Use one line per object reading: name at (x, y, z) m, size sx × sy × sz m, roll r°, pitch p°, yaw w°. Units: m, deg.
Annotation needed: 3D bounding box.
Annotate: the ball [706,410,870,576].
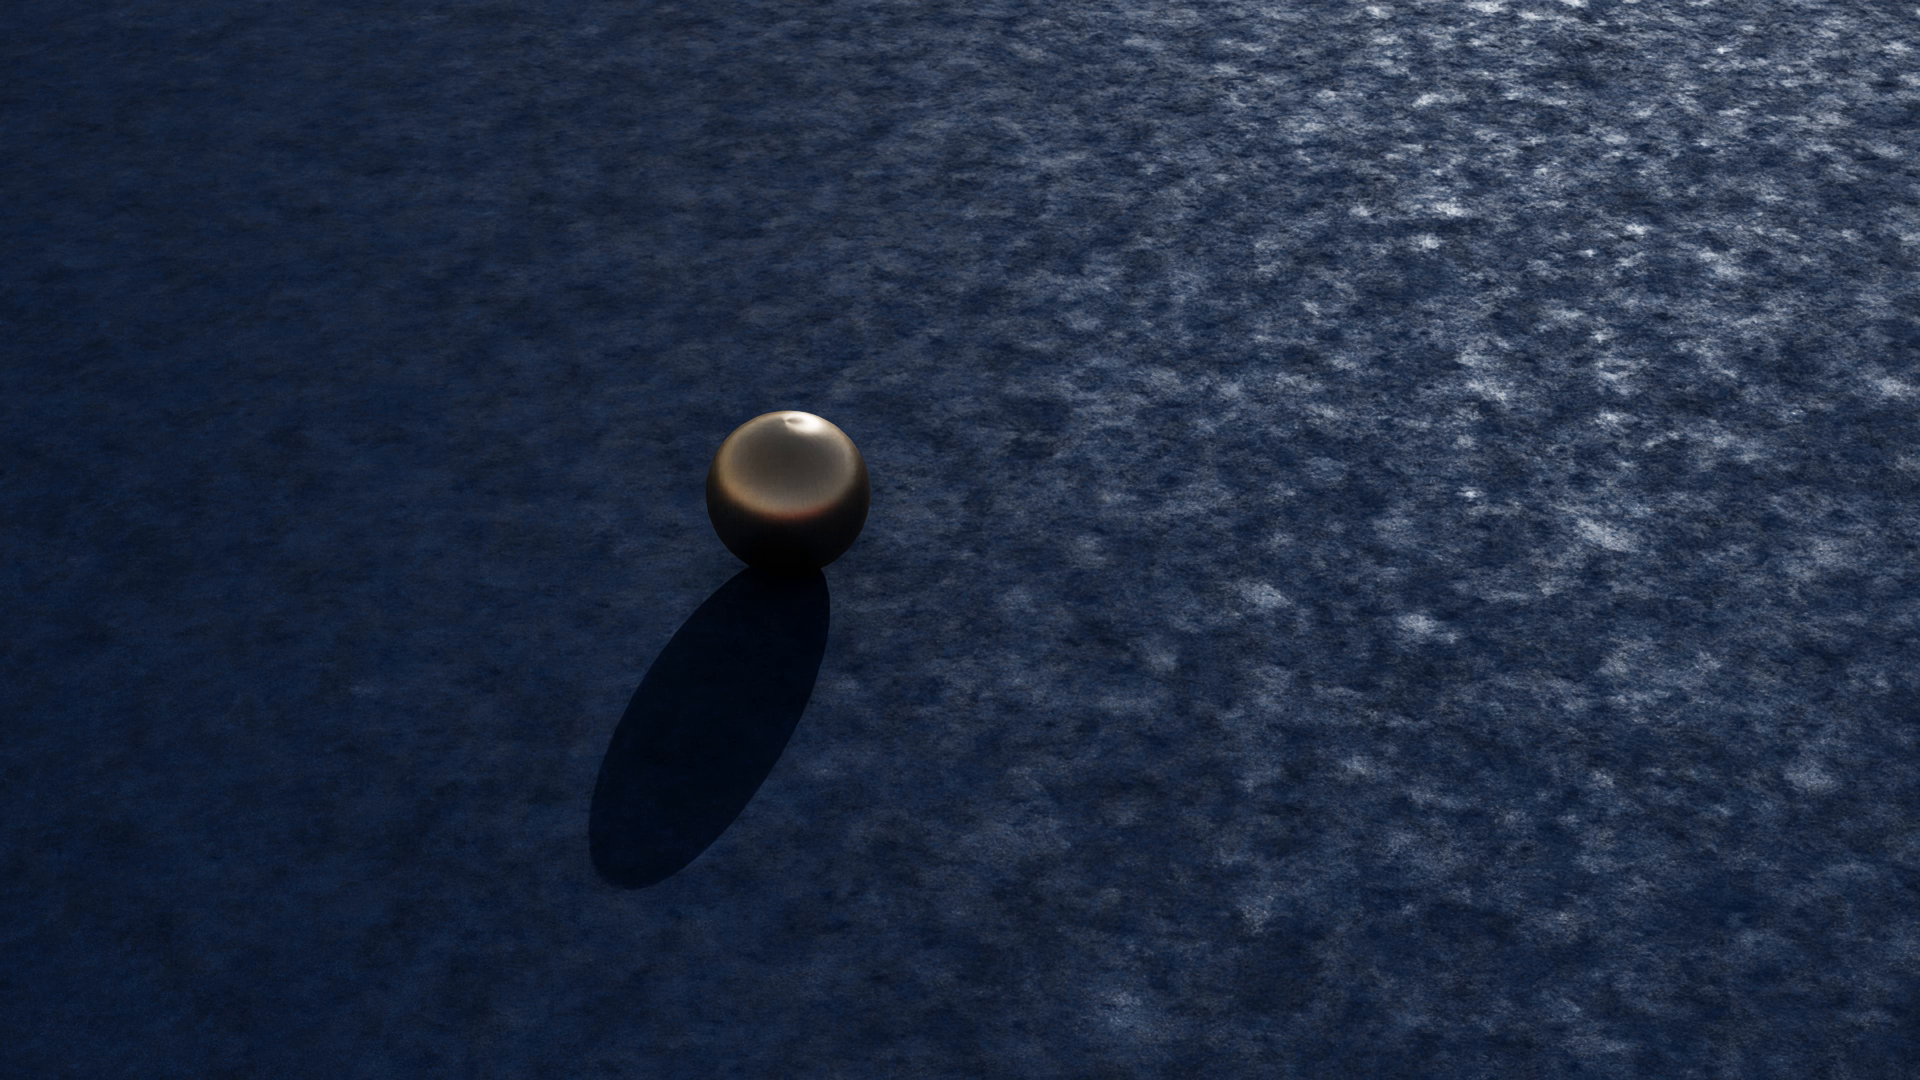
ball at (-0.096, -0.026, 1.646) m, size 0.092 × 0.092 × 0.092 m, roll 0°, pitch 32°, yaw 0°
